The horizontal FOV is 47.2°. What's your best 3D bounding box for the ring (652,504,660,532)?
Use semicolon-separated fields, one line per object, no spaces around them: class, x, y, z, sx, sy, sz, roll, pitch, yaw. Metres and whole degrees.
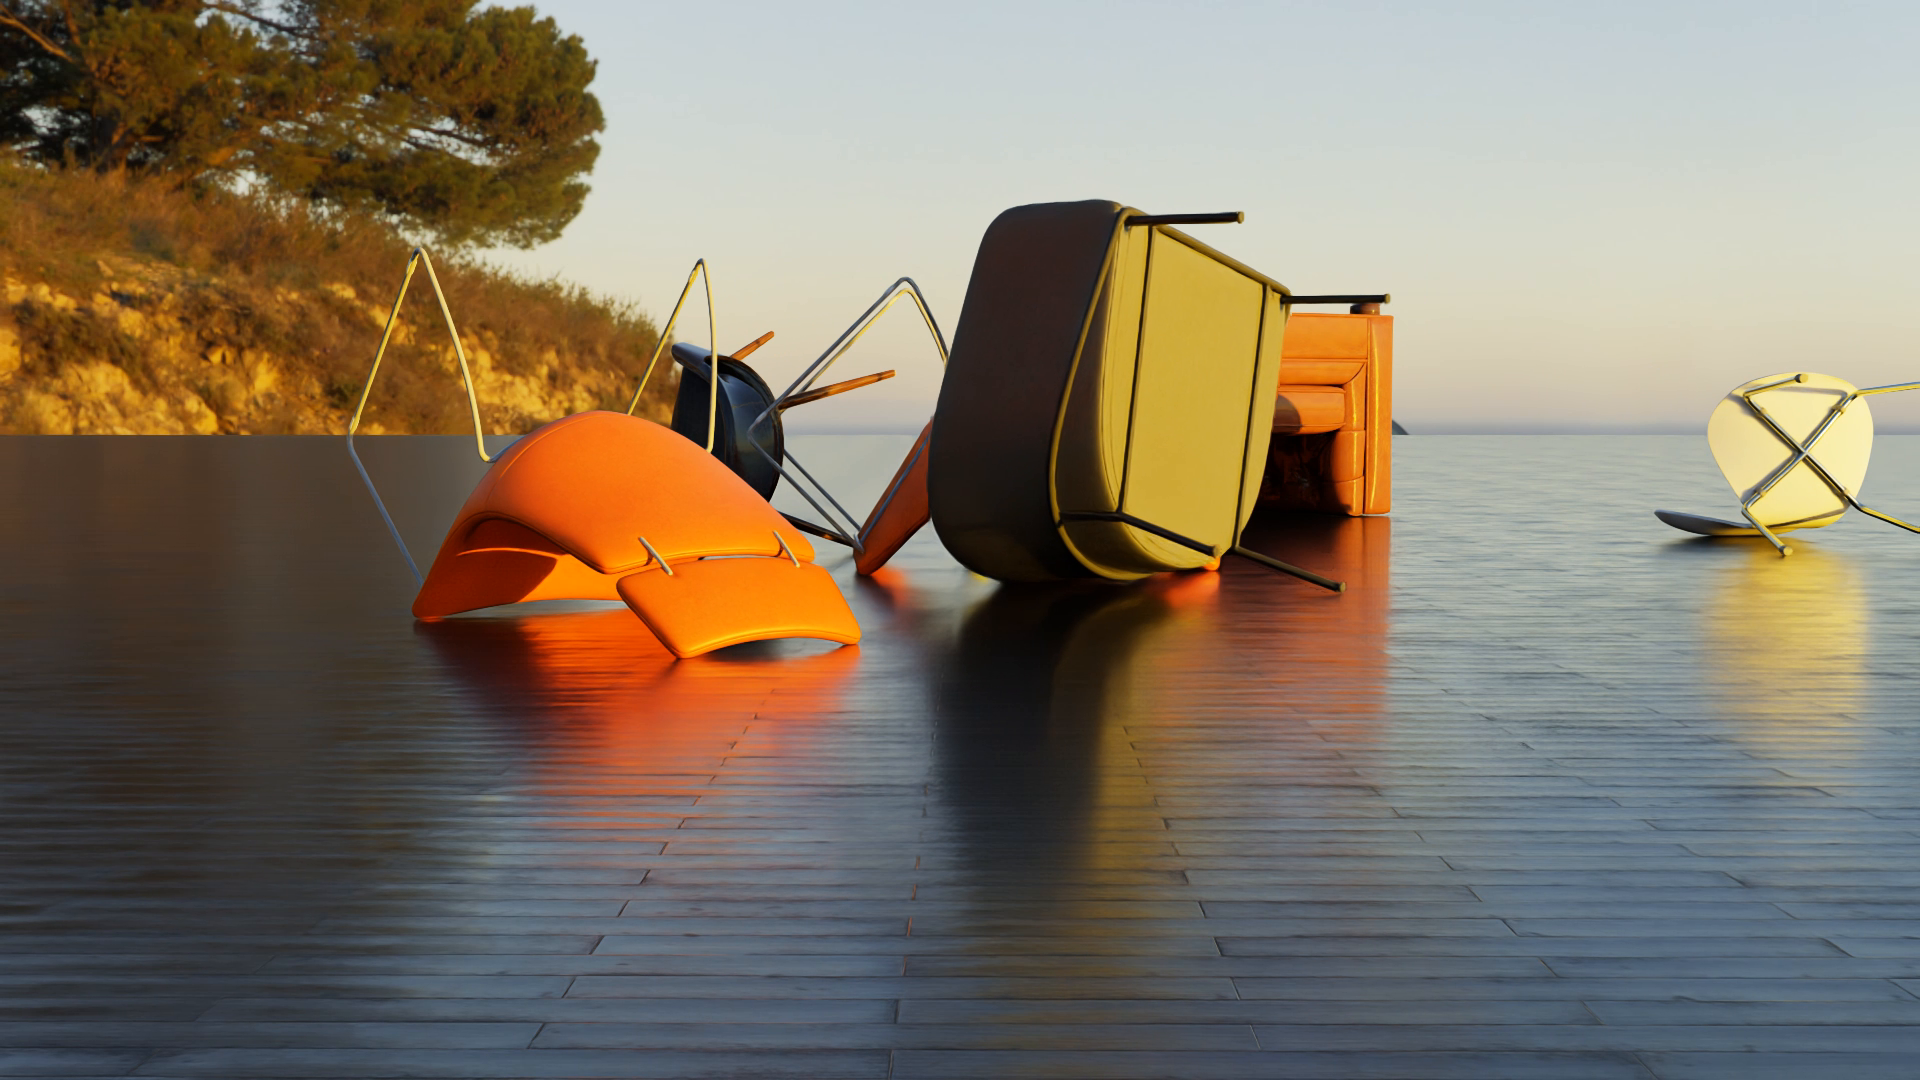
ring;-0.959;-0.071;6.932;0.025;0.091;0.102;-1;-9;-8

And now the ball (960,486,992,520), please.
ball;0.055;-0.130;7.595;0.115;0.115;0.115;0;4;0

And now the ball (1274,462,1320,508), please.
ball;1.275;-0.209;8.344;0.172;0.172;0.172;0;4;0
